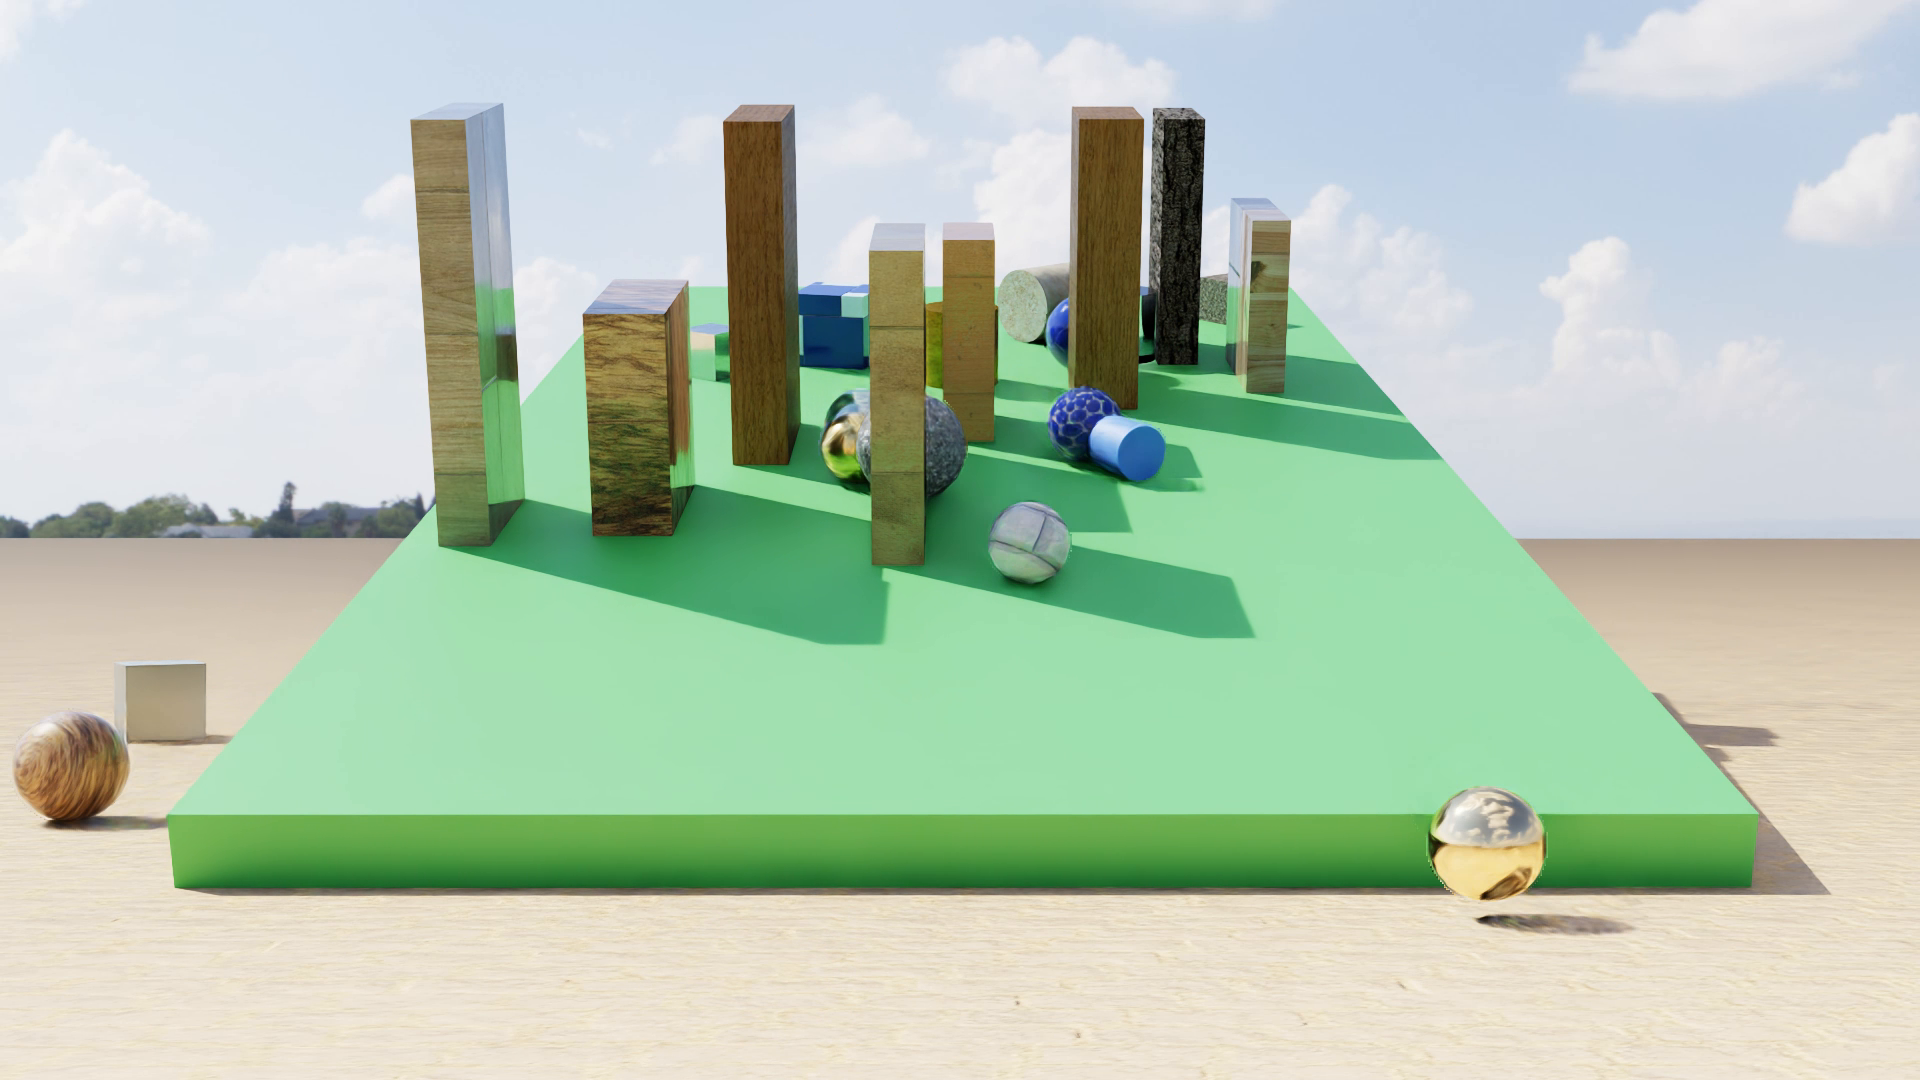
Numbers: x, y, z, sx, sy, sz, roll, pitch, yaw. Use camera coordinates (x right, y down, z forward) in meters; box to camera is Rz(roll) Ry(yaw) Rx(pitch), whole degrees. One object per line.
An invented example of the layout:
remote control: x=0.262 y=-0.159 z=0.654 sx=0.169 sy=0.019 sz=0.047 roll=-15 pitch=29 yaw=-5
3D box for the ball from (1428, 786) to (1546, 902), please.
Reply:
ball: x=0.613 y=0.353 z=2.568 sx=0.134 sy=0.134 sz=0.134 roll=0 pitch=0 yaw=0

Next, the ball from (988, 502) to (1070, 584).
ball: x=0.116 y=0.004 z=3.709 sx=0.138 sy=0.138 sz=0.138 roll=0 pitch=0 yaw=0

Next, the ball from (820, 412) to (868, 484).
ball: x=-0.204 y=-0.182 z=4.351 sx=0.141 sy=0.141 sz=0.141 roll=0 pitch=0 yaw=0

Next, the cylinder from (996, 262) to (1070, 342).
cylinder: x=0.232 y=-0.626 z=5.809 sx=0.190 sy=0.190 sz=0.190 roll=-14 pitch=9 yaw=-40

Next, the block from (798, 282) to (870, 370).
block: x=-0.302 y=-0.536 z=5.510 sx=0.181 sy=0.181 sz=0.181 roll=4 pitch=17 yaw=14

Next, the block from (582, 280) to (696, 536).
block: x=-0.593 y=-0.254 z=4.119 sx=0.144 sy=0.406 sz=0.373 roll=0 pitch=16 yaw=0

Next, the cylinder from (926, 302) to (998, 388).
cylinder: x=0.001 y=-0.466 z=5.265 sx=0.182 sy=0.182 sz=0.182 roll=0 pitch=16 yaw=0

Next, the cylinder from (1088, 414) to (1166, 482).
cylinder: x=0.333 y=-0.184 z=4.413 sx=0.112 sy=0.112 sz=0.112 roll=0 pitch=14 yaw=-29

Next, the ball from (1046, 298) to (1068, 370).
ball: x=0.304 y=-0.502 z=5.373 sx=0.193 sy=0.193 sz=0.193 roll=0 pitch=0 yaw=0

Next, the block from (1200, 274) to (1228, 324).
block: x=0.741 y=-0.662 z=6.065 sx=0.118 sy=0.118 sz=0.118 roll=-13 pitch=20 yaw=-38

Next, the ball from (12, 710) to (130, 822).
ball: x=-1.386 y=0.353 z=3.445 sx=0.172 sy=0.172 sz=0.172 roll=0 pitch=0 yaw=0

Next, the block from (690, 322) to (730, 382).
block: x=-0.598 y=-0.456 z=5.352 sx=0.114 sy=0.114 sz=0.114 roll=11 pitch=20 yaw=34

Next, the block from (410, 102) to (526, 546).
block: x=-0.882 y=-0.395 z=3.986 sx=0.093 sy=0.750 sz=0.332 roll=0 pitch=16 yaw=0

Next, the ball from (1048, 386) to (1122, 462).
ball: x=0.256 y=-0.236 z=4.513 sx=0.155 sy=0.155 sz=0.155 roll=0 pitch=0 yaw=0

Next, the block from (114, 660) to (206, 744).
block: x=-1.748 y=0.351 z=4.823 sx=0.165 sy=0.165 sz=0.165 roll=0 pitch=0 yaw=-29

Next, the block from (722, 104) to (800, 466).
block: x=-0.407 y=-0.539 z=4.593 sx=0.114 sy=0.692 sz=0.387 roll=0 pitch=16 yaw=0

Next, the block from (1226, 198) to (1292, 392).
block: x=0.715 y=-0.595 z=5.315 sx=0.089 sy=0.404 sz=0.409 roll=0 pitch=16 yaw=0

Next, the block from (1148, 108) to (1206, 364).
block: x=0.542 y=-0.769 z=5.560 sx=0.099 sy=0.603 sz=0.316 roll=0 pitch=16 yaw=0

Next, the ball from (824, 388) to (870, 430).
ball: x=-0.202 y=-0.234 z=4.515 sx=0.151 sy=0.151 sz=0.151 roll=0 pitch=0 yaw=0

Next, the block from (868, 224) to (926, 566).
block: x=-0.107 y=-0.264 z=3.902 sx=0.091 sy=0.546 sz=0.327 roll=0 pitch=16 yaw=0

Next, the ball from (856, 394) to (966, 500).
ball: x=-0.092 y=-0.177 z=4.210 sx=0.209 sy=0.209 sz=0.209 roll=0 pitch=0 yaw=0

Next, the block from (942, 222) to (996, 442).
block: x=0.018 y=-0.453 z=4.771 sx=0.109 sy=0.430 sz=0.263 roll=0 pitch=16 yaw=0

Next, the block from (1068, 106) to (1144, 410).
block: x=0.331 y=-0.652 z=5.066 sx=0.142 sy=0.649 sz=0.316 roll=0 pitch=16 yaw=0

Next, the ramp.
ramp: x=-0.002 y=-0.160 z=4.709 sx=2.000 sy=0.100 sz=4.000 roll=0 pitch=16 yaw=0

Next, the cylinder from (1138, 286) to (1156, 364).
cylinder: x=0.406 y=-0.542 z=5.549 sx=0.172 sy=0.172 sz=0.172 roll=0 pitch=16 yaw=0
